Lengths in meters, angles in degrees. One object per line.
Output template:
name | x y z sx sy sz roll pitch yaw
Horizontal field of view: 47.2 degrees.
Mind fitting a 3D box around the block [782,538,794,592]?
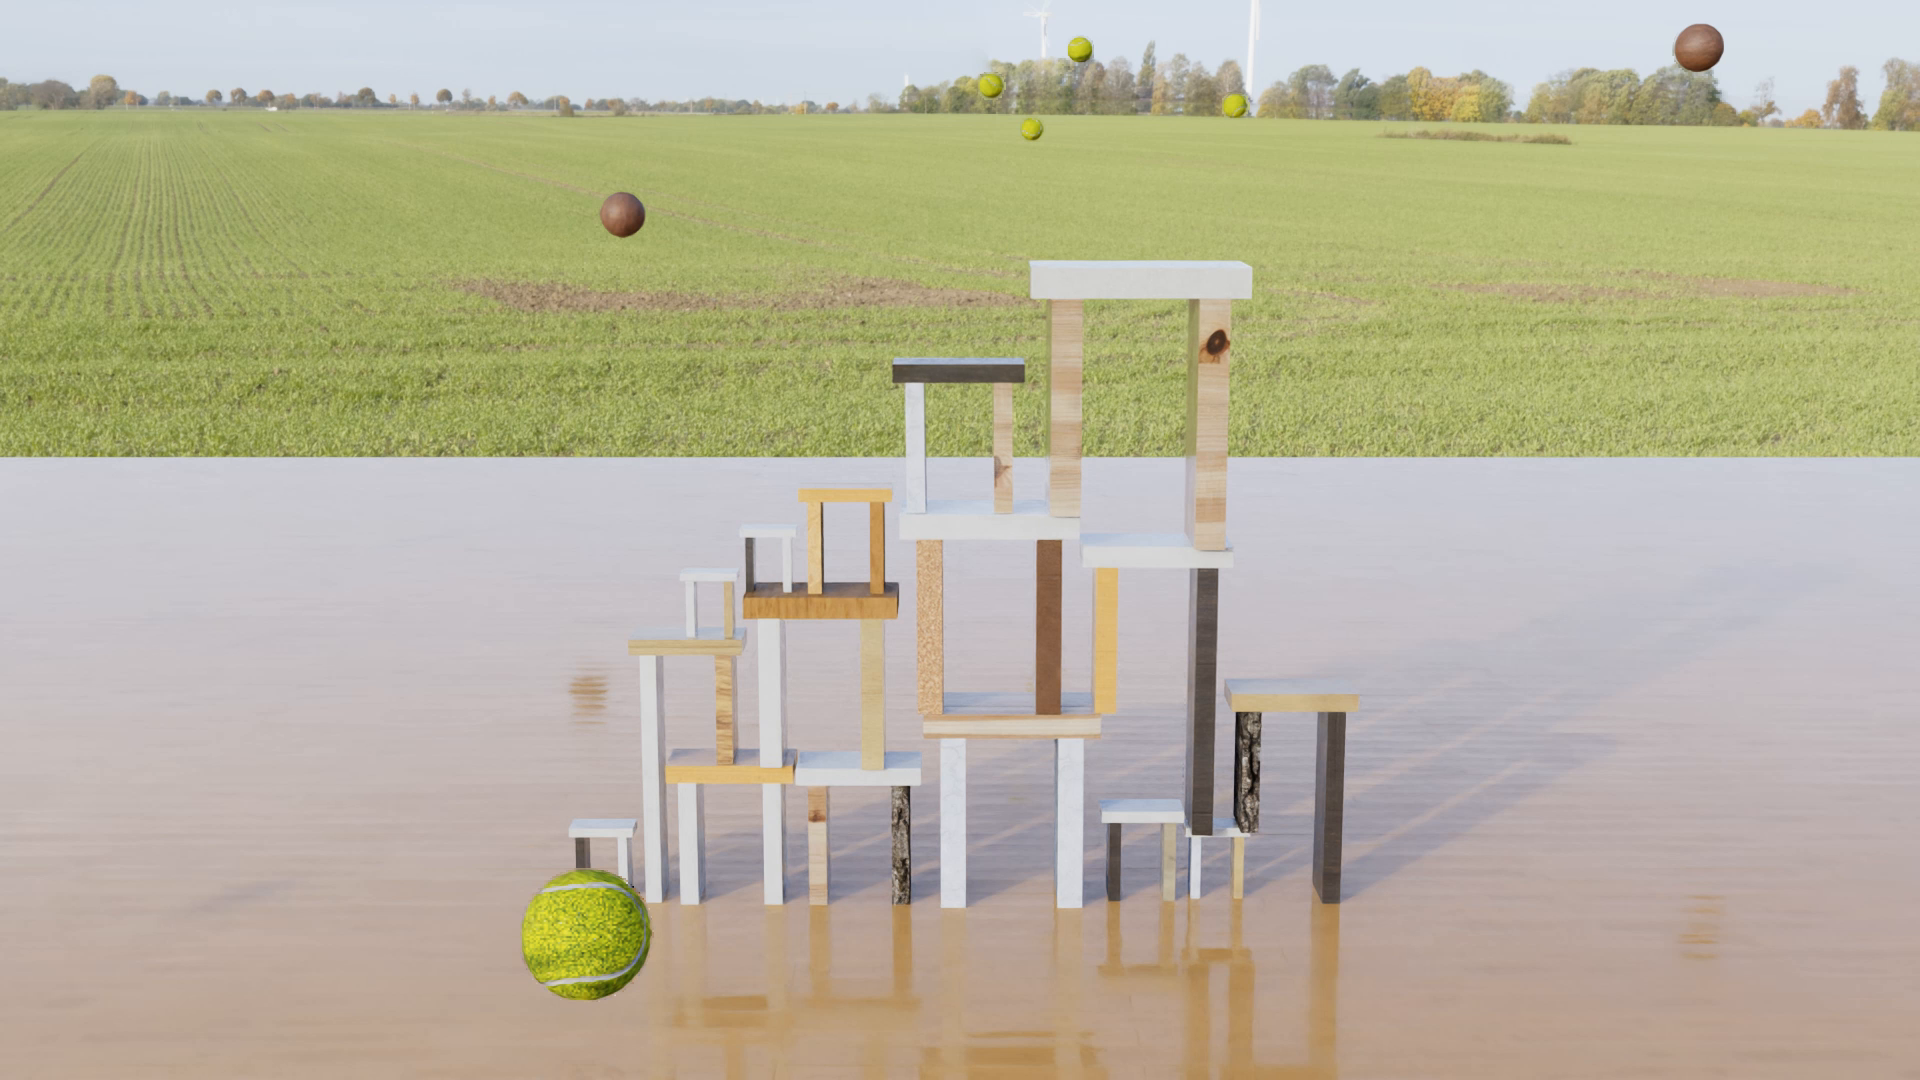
block | -0.279 0.036 3.567 0.013 0.091 0.045 0 11 0

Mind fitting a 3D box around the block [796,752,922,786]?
block | -0.165 0.376 3.626 0.203 0.029 0.102 0 11 0

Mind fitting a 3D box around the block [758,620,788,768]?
block | -0.306 0.237 3.602 0.035 0.247 0.123 0 11 0

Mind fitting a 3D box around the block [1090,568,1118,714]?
block | 0.235 0.151 3.585 0.034 0.239 0.120 0 11 0

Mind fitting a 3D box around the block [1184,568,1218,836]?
block | 0.395 0.252 3.605 0.034 0.445 0.120 0 11 0

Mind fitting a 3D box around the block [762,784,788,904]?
block | -0.306 0.488 3.649 0.029 0.207 0.104 0 11 0

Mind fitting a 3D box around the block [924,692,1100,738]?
block | 0.084 0.288 3.617 0.286 0.041 0.143 0 11 0

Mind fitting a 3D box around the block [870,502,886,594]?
block | -0.134 0.006 3.564 0.021 0.150 0.075 0 11 0

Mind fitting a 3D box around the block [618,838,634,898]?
block | -0.557 0.537 3.664 0.015 0.105 0.053 0 11 0

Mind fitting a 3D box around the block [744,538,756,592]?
block | -0.340 0.036 3.567 0.013 0.091 0.045 0 11 0

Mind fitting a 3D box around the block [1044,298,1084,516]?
block | 0.165 -0.221 3.519 0.048 0.342 0.171 0 11 -1

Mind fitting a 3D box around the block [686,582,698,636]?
block | -0.436 0.108 3.577 0.013 0.092 0.046 0 11 0

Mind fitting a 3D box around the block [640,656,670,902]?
block | -0.504 0.384 3.632 0.026 0.419 0.091 0 11 0

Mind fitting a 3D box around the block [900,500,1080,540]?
block | 0.047 -0.033 3.558 0.286 0.041 0.143 0 11 0

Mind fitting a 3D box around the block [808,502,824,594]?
block | -0.234 0.006 3.564 0.021 0.150 0.075 0 11 0

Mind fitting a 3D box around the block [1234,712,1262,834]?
block | 0.474 0.369 3.631 0.029 0.205 0.103 0 11 0

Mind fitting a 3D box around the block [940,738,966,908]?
block | -0.011 0.448 3.647 0.041 0.286 0.143 0 10 0

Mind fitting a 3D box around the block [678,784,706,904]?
block | -0.444 0.488 3.649 0.029 0.207 0.104 0 11 0

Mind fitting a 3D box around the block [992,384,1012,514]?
block | 0.068 -0.154 3.525 0.029 0.208 0.104 -1 11 0

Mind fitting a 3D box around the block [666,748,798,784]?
block | -0.375 0.372 3.627 0.207 0.029 0.103 0 11 0

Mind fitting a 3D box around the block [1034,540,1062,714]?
block | 0.142 0.127 3.587 0.041 0.286 0.143 0 11 0

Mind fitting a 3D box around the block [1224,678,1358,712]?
block | 0.543 0.254 3.609 0.205 0.029 0.103 0 11 0

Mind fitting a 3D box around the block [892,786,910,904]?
block | -0.097 0.491 3.647 0.029 0.203 0.102 0 11 0

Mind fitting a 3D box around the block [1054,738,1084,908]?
block | 0.180 0.448 3.647 0.041 0.286 0.143 0 11 0

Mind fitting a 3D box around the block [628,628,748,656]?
block | -0.444 0.165 3.591 0.183 0.026 0.091 0 11 0

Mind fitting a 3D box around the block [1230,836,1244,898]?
block | 0.461 0.537 3.662 0.015 0.106 0.053 0 11 0

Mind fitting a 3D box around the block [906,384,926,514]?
block | -0.070 -0.154 3.526 0.029 0.208 0.104 -1 11 0

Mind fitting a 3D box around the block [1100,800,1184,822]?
block | 0.300 0.448 3.639 0.135 0.019 0.068 0 11 0

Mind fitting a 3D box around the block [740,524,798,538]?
block | -0.309 -0.015 3.558 0.091 0.013 0.045 0 11 0

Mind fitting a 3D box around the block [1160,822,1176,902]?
block | 0.345 0.524 3.653 0.019 0.135 0.068 0 11 0

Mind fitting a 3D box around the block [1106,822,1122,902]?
block | 0.255 0.524 3.653 0.019 0.135 0.068 0 11 0

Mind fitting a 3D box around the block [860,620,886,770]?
block | -0.142 0.239 3.602 0.035 0.251 0.123 0 11 0

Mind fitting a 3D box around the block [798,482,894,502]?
block | -0.184 -0.078 3.549 0.150 0.021 0.075 0 11 0

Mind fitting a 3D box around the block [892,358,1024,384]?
block | -0.002 -0.271 3.504 0.208 0.029 0.104 0 11 0

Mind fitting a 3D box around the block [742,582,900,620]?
block | -0.224 0.098 3.576 0.247 0.035 0.123 0 11 0

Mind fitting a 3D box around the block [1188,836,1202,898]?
block | 0.390 0.537 3.662 0.015 0.106 0.053 0 11 0

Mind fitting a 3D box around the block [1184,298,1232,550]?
block | 0.396 -0.194 3.524 0.048 0.395 0.171 0 11 0

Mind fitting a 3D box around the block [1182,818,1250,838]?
block | 0.426 0.478 3.651 0.106 0.015 0.053 0 11 0

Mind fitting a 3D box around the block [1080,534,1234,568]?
block | 0.316 0.017 3.561 0.239 0.034 0.120 0 11 0

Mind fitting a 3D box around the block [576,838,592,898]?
block | -0.628 0.537 3.664 0.015 0.105 0.053 0 11 0

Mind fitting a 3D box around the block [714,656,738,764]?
block | -0.383 0.268 3.610 0.026 0.183 0.091 0 11 0

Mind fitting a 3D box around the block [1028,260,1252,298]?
block | 0.282 -0.413 3.485 0.342 0.048 0.171 0 11 1

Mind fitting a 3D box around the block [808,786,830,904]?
block | -0.233 0.491 3.647 0.029 0.203 0.102 0 11 0

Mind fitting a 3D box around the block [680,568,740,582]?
block | -0.406 0.056 3.568 0.092 0.013 0.046 0 11 0

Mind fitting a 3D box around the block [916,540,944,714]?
block | -0.049 0.127 3.588 0.041 0.286 0.143 0 11 0

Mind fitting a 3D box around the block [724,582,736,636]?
block | -0.375 0.108 3.577 0.013 0.092 0.046 0 11 0

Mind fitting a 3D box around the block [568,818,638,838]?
block | -0.593 0.478 3.653 0.105 0.015 0.053 0 11 0

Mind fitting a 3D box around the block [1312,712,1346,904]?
block | 0.611 0.429 3.642 0.029 0.326 0.103 0 11 0
